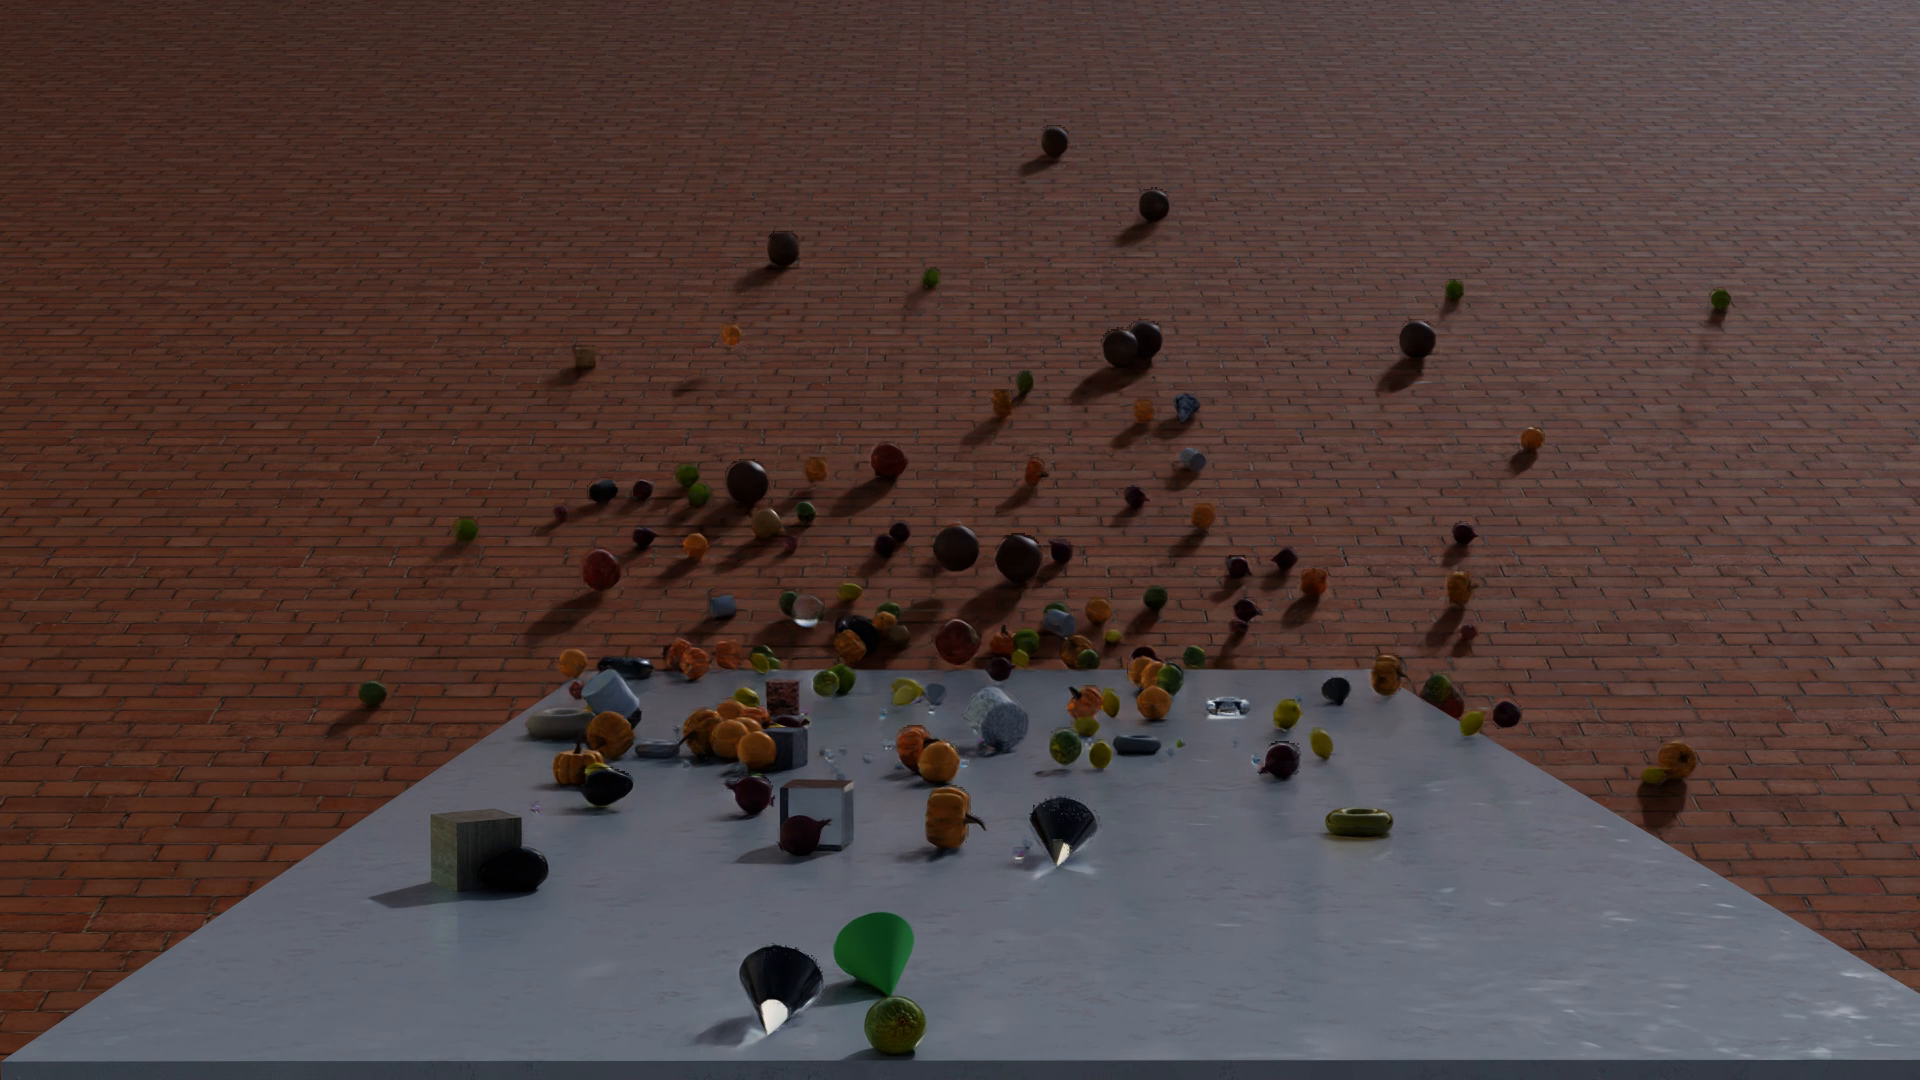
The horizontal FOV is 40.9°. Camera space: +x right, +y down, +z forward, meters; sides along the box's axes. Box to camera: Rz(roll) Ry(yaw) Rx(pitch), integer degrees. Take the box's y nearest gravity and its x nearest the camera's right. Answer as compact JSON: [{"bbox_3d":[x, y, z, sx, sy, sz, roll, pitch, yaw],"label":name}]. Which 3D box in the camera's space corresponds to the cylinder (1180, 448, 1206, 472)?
[{"bbox_3d":[0.731,-0.252,8.101,0.060,0.060,0.060,-12,25,-27],"label":"cylinder"}]

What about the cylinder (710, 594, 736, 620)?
[{"bbox_3d":[-0.650,0.183,7.055,0.057,0.057,0.057,-15,27,-25],"label":"cylinder"}]

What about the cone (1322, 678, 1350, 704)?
[{"bbox_3d":[0.844,0.351,5.739,0.065,0.065,0.065,0,29,-1],"label":"cone"}]

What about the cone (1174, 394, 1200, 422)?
[{"bbox_3d":[0.744,-0.419,8.529,0.091,0.091,0.091,6,50,14],"label":"cone"}]

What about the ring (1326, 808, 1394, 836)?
[{"bbox_3d":[0.611,0.432,3.936,0.103,0.034,0.103,-1,2,0],"label":"ring"}]

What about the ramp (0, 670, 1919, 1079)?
[{"bbox_3d":[0.052,0.471,4.535,2.000,0.100,4.000,0,3,0],"label":"ramp"}]

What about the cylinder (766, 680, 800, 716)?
[{"bbox_3d":[-0.382,0.340,5.545,0.071,0.071,0.071,0,3,0],"label":"cylinder"}]

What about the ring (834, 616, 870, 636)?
[{"bbox_3d":[-0.287,0.235,6.961,0.105,0.035,0.105,-1,22,0],"label":"ring"}]

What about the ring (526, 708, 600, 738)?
[{"bbox_3d":[-0.799,0.369,5.175,0.146,0.049,0.146,0,4,0],"label":"ring"}]

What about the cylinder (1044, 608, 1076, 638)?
[{"bbox_3d":[0.269,0.225,6.948,0.063,0.063,0.063,-20,30,-39],"label":"cylinder"}]

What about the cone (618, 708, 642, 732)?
[{"bbox_3d":[-0.680,0.376,5.244,0.061,0.061,0.061,-2,29,-4],"label":"cone"}]

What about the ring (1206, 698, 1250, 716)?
[{"bbox_3d":[0.578,0.359,5.550,0.097,0.032,0.097,0,4,0],"label":"ring"}]

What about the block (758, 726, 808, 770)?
[{"bbox_3d":[-0.322,0.380,4.702,0.067,0.067,0.067,1,3,21],"label":"block"}]

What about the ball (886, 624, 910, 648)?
[{"bbox_3d":[-0.165,0.256,6.875,0.061,0.061,0.061,0,23,0],"label":"ball"}]

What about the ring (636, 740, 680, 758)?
[{"bbox_3d":[-0.568,0.394,4.839,0.085,0.028,0.085,0,1,0],"label":"ring"}]

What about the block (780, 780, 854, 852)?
[{"bbox_3d":[-0.212,0.408,3.821,0.092,0.092,0.092,0,3,9],"label":"block"}]

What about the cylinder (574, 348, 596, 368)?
[{"bbox_3d":[-1.313,-0.639,9.016,0.071,0.071,0.071,-4,23,-11],"label":"cylinder"}]

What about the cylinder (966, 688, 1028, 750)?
[{"bbox_3d":[0.071,0.344,4.977,0.094,0.094,0.094,-7,18,-17],"label":"cylinder"}]

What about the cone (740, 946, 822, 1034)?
[{"bbox_3d":[-0.193,0.486,2.678,0.090,0.090,0.090,2,29,5],"label":"cone"}]

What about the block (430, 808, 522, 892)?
[{"bbox_3d":[-0.660,0.422,3.508,0.093,0.093,0.093,-2,3,-33],"label":"block"}]

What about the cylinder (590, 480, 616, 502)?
[{"bbox_3d":[-1.089,-0.150,7.852,0.059,0.059,0.059,16,26,33],"label":"cylinder"}]

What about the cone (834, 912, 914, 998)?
[{"bbox_3d":[-0.086,0.478,2.850,0.092,0.092,0.092,-5,30,-13],"label":"cone"}]

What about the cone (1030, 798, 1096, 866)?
[{"bbox_3d":[0.144,0.438,3.689,0.098,0.098,0.098,3,30,6],"label":"cone"}]

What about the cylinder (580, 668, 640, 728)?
[{"bbox_3d":[-0.707,0.319,5.198,0.085,0.085,0.085,-29,22,13],"label":"cylinder"}]

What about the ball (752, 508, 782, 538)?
[{"bbox_3d":[-0.570,-0.049,7.574,0.089,0.089,0.089,0,23,0],"label":"ball"}]

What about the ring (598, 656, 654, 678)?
[{"bbox_3d":[-0.825,0.315,6.359,0.139,0.046,0.139,3,0,0],"label":"ring"}]

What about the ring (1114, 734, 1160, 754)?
[{"bbox_3d":[0.338,0.389,4.907,0.092,0.031,0.092,1,2,0],"label":"ring"}]

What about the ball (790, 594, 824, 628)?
[{"bbox_3d":[-0.414,0.193,6.987,0.091,0.091,0.091,0,23,0],"label":"ball"}]
